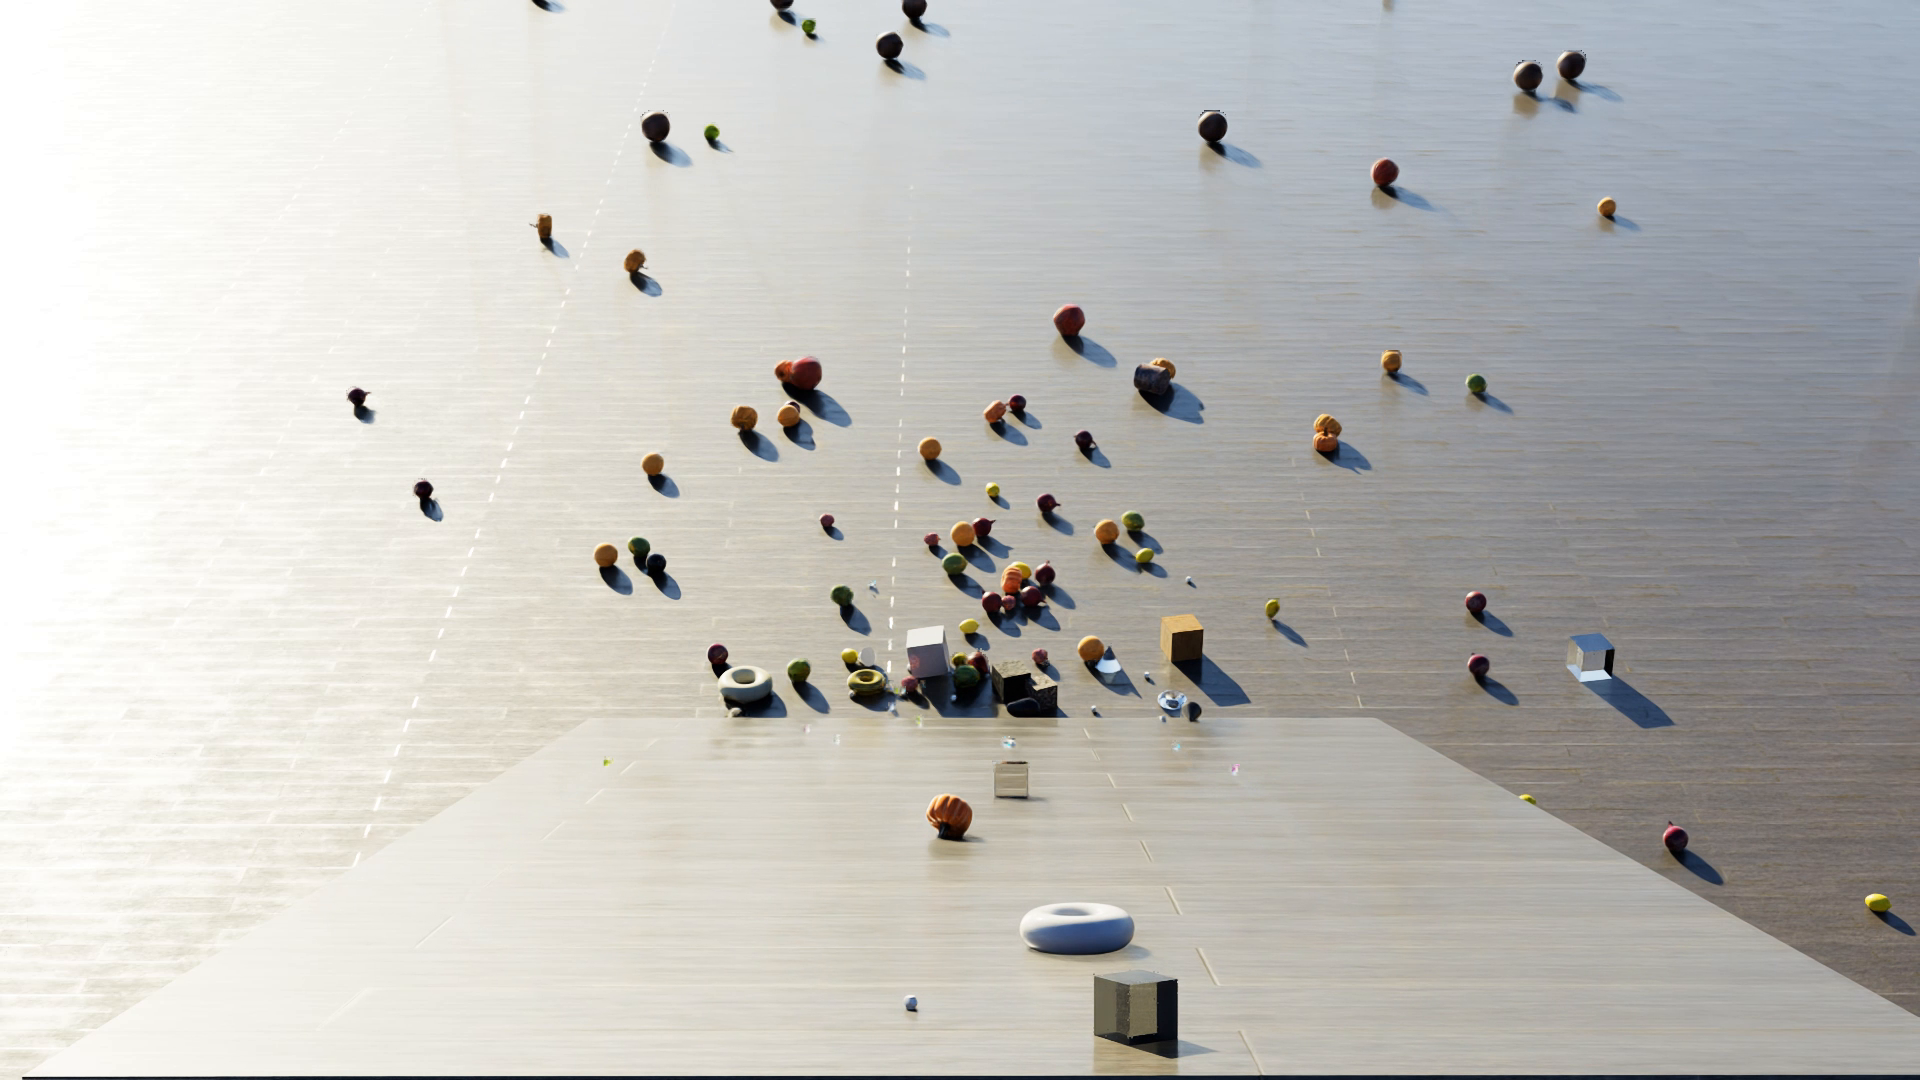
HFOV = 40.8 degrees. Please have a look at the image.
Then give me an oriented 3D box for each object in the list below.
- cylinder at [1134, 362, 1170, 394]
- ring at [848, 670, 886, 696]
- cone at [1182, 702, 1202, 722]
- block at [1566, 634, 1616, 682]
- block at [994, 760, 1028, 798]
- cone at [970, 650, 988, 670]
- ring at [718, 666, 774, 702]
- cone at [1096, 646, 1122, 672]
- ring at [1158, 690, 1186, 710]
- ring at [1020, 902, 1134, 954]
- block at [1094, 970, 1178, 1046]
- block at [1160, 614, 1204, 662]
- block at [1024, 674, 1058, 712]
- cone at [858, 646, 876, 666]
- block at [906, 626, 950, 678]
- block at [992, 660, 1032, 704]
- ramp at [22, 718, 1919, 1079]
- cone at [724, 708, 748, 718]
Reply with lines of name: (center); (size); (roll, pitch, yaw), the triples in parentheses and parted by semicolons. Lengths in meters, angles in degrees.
cylinder: (0.644, -0.542, 8.666); (0.090, 0.090, 0.090); (17, 31, 30)
ring: (-0.249, 0.380, 6.890); (0.103, 0.034, 0.103); (1, 27, -1)
cone: (0.580, 0.443, 6.486); (0.053, 0.053, 0.053); (5, 21, 10)
block: (1.698, 0.316, 6.953); (0.091, 0.091, 0.091); (-6, 27, -11)
block: (0.097, 0.456, 4.921); (0.063, 0.063, 0.063); (0, 1, -1)
cone: (0.050, 0.318, 6.992); (0.052, 0.052, 0.052); (0, 27, 0)
ring: (-0.571, 0.384, 6.865); (0.146, 0.049, 0.146); (0, 28, 0)
cone: (0.404, 0.314, 6.985); (0.067, 0.067, 0.067); (0, 27, 0)
ring: (0.560, 0.422, 6.816); (0.077, 0.026, 0.077); (-1, 27, 0)
ring: (0.150, 0.496, 3.296); (0.148, 0.049, 0.148); (-1, 2, 0)
block: (0.188, 0.499, 2.759); (0.064, 0.064, 0.064); (-1, 1, -33)
block: (0.606, 0.267, 7.052); (0.090, 0.090, 0.090); (-7, 27, -13)
block: (0.214, 0.403, 6.810); (0.064, 0.064, 0.064); (-13, 30, -25)
cone: (-0.266, 0.320, 7.021); (0.054, 0.054, 0.054); (-24, 9, -39)
block: (-0.086, 0.302, 6.957); (0.097, 0.097, 0.097); (-8, 26, 6)
block: (0.136, 0.375, 6.848); (0.079, 0.079, 0.079); (-10, 28, -20)
ramp: (0.060, 0.544, 4.580); (2.000, 0.100, 4.000); (0, 1, 0)
cone: (-0.584, 0.462, 6.650); (0.061, 0.061, 0.061); (4, -7, 8)
